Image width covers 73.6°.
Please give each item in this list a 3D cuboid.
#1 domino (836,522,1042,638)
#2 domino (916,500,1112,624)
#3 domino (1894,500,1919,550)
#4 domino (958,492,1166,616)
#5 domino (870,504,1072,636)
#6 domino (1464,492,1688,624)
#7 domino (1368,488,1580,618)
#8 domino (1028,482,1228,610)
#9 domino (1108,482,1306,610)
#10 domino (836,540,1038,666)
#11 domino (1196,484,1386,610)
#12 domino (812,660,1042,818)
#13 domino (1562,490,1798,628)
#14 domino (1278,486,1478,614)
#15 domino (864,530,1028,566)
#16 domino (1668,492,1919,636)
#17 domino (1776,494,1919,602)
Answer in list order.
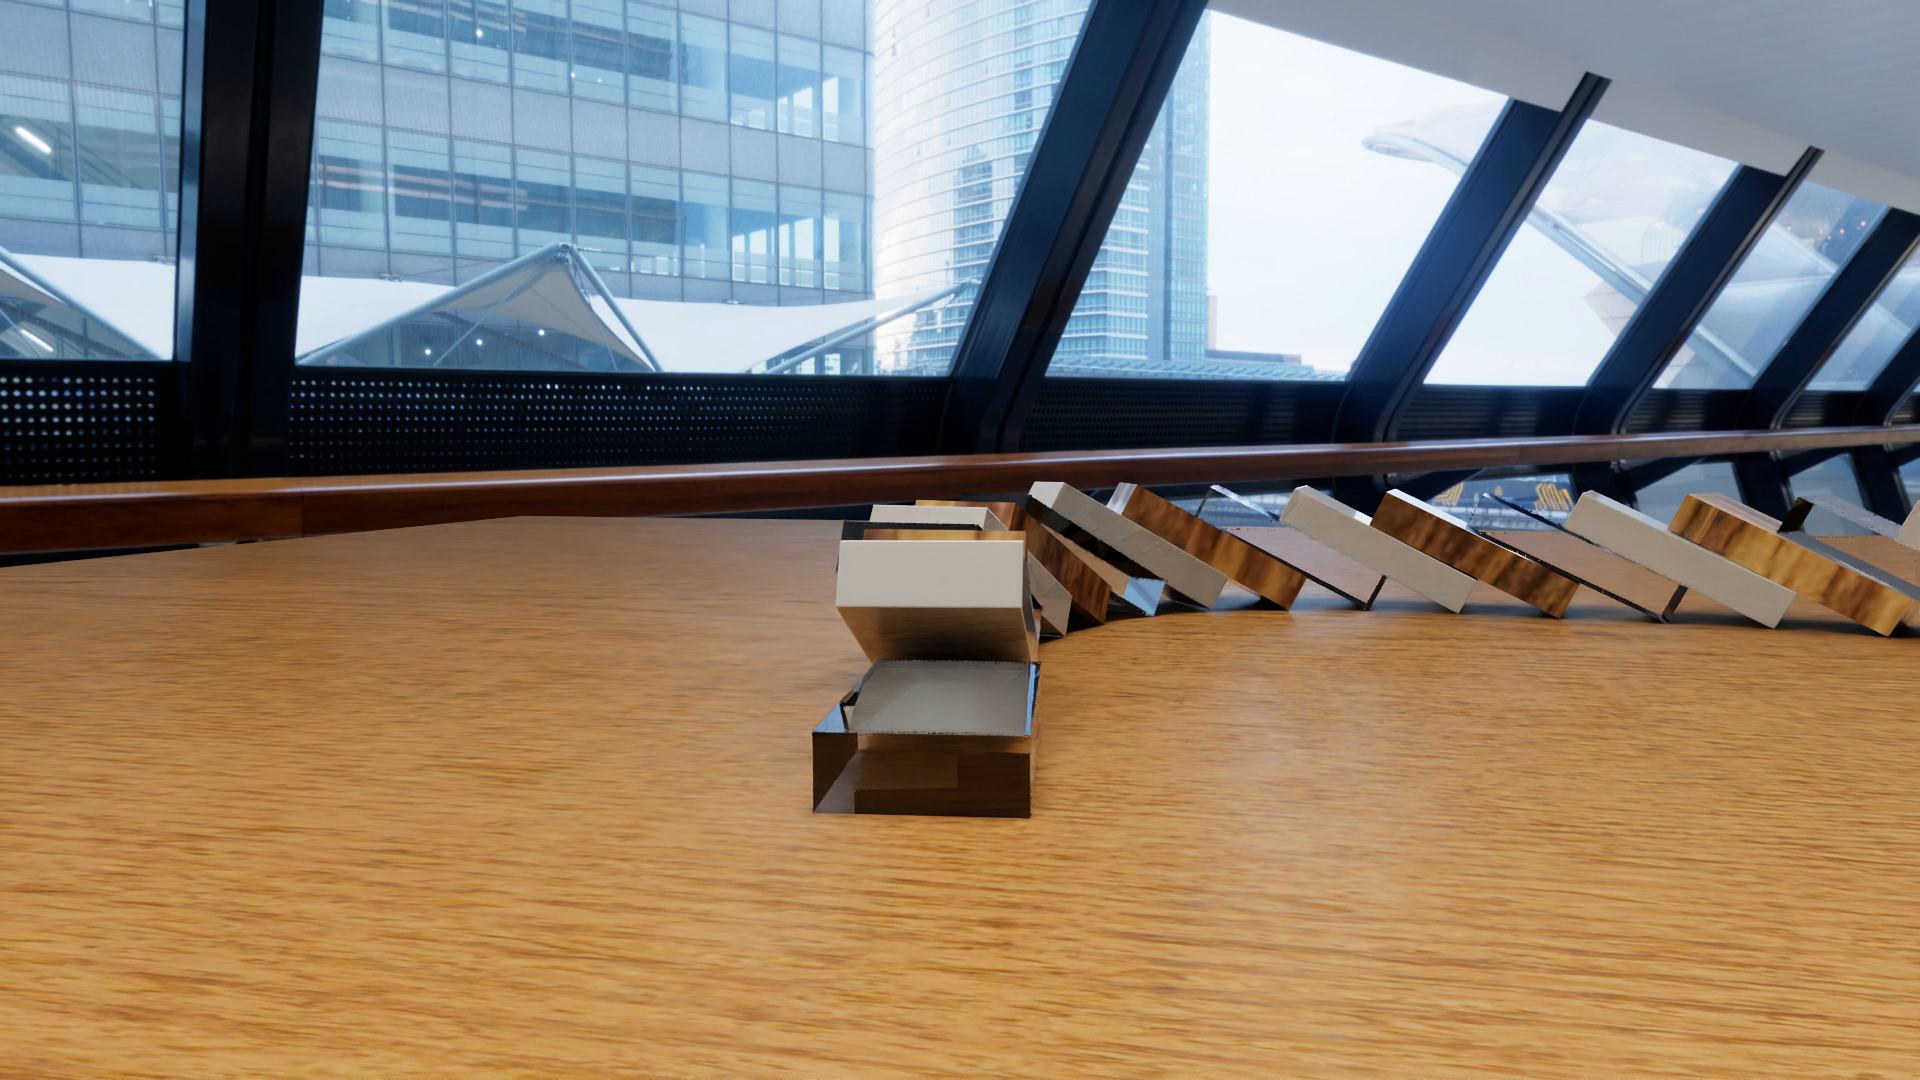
[{"bbox_3d":[-0.002,0.010,0.246,0.025,0.009,0.050,1,-19,18],"label":"domino"},{"bbox_3d":[0.012,0.006,0.290,0.025,0.009,0.050,3,-21,33],"label":"domino"},{"bbox_3d":[0.231,0.007,0.273,0.025,0.009,0.050,-3,31,-38],"label":"domino"},{"bbox_3d":[0.024,0.004,0.313,0.050,0.010,0.025,30,-15,-36],"label":"domino"},{"bbox_3d":[0.003,0.007,0.269,0.025,0.009,0.050,2,-21,26],"label":"domino"},{"bbox_3d":[0.154,0.003,0.322,0.050,0.010,0.025,29,15,19],"label":"domino"},{"bbox_3d":[0.132,0.003,0.330,0.050,0.009,0.025,29,15,19],"label":"domino"},{"bbox_3d":[0.042,0.001,0.331,0.050,0.010,0.025,29,-4,-13],"label":"domino"},{"bbox_3d":[0.064,0.001,0.338,0.050,0.009,0.025,28,2,-5],"label":"domino"},{"bbox_3d":[-0.002,0.013,0.195,0.025,0.009,0.050,0,-20,6],"label":"domino"},{"bbox_3d":[0.088,0.001,0.343,0.050,0.009,0.025,29,11,12],"label":"domino"},{"bbox_3d":[-0.002,0.025,0.171,0.025,0.009,0.050,0,4,5],"label":"domino"},{"bbox_3d":[0.176,0.004,0.314,0.050,0.010,0.025,31,19,26],"label":"domino"},{"bbox_3d":[0.111,0.002,0.339,0.050,0.010,0.025,30,14,17],"label":"domino"},{"bbox_3d":[-0.001,0.011,0.219,0.025,0.009,0.050,1,-20,4],"label":"domino"},{"bbox_3d":[0.198,0.005,0.304,0.025,0.009,0.050,-4,31,-45],"label":"domino"},{"bbox_3d":[0.216,0.006,0.289,0.025,0.009,0.050,-3,31,-41],"label":"domino"}]
